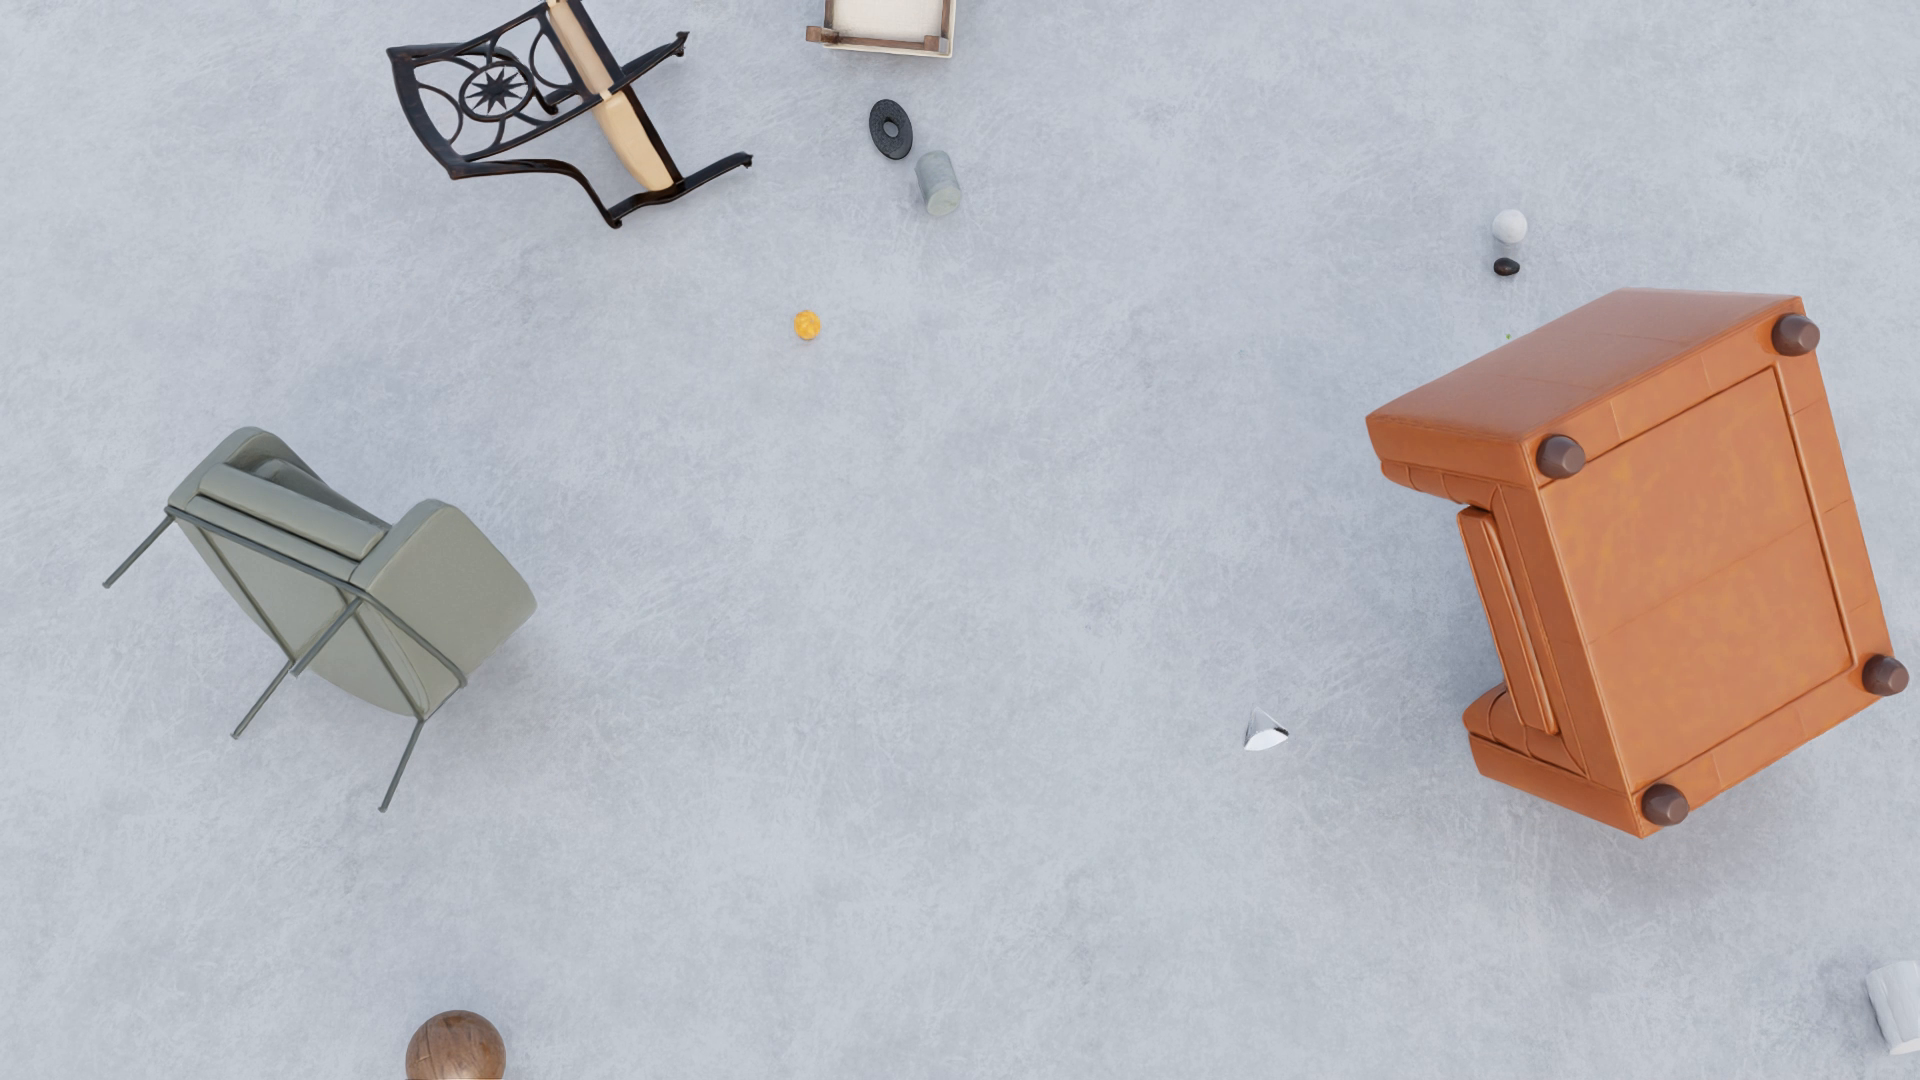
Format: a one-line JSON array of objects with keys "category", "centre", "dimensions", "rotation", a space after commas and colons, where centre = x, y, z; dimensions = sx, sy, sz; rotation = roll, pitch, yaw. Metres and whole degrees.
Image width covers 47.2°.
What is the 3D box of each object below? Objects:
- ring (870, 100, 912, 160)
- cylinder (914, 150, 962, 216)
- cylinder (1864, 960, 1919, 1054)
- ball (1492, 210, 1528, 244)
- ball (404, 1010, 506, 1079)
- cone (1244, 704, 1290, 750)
[{"category": "ring", "centre": [-0.235, -1.396, 7.475], "dimensions": [0.144, 0.062, 0.270], "rotation": [-9, 57, -8]}, {"category": "cylinder", "centre": [-0.073, -1.184, 7.290], "dimensions": [0.113, 0.134, 0.172], "rotation": [6, 51, -31]}, {"category": "cylinder", "centre": [2.438, 1.209, 5.686], "dimensions": [0.094, 0.145, 0.201], "rotation": [19, 48, -34]}, {"category": "ball", "centre": [1.798, -1.023, 7.193], "dimensions": [0.112, 0.112, 0.112], "rotation": [0, 56, 0]}, {"category": "ball", "centre": [-1.271, 1.311, 5.544], "dimensions": [0.250, 0.250, 0.250], "rotation": [0, 56, 0]}, {"category": "cone", "centre": [0.846, 0.511, 6.208], "dimensions": [0.134, 0.073, 0.146], "rotation": [-18, 42, 4]}]
